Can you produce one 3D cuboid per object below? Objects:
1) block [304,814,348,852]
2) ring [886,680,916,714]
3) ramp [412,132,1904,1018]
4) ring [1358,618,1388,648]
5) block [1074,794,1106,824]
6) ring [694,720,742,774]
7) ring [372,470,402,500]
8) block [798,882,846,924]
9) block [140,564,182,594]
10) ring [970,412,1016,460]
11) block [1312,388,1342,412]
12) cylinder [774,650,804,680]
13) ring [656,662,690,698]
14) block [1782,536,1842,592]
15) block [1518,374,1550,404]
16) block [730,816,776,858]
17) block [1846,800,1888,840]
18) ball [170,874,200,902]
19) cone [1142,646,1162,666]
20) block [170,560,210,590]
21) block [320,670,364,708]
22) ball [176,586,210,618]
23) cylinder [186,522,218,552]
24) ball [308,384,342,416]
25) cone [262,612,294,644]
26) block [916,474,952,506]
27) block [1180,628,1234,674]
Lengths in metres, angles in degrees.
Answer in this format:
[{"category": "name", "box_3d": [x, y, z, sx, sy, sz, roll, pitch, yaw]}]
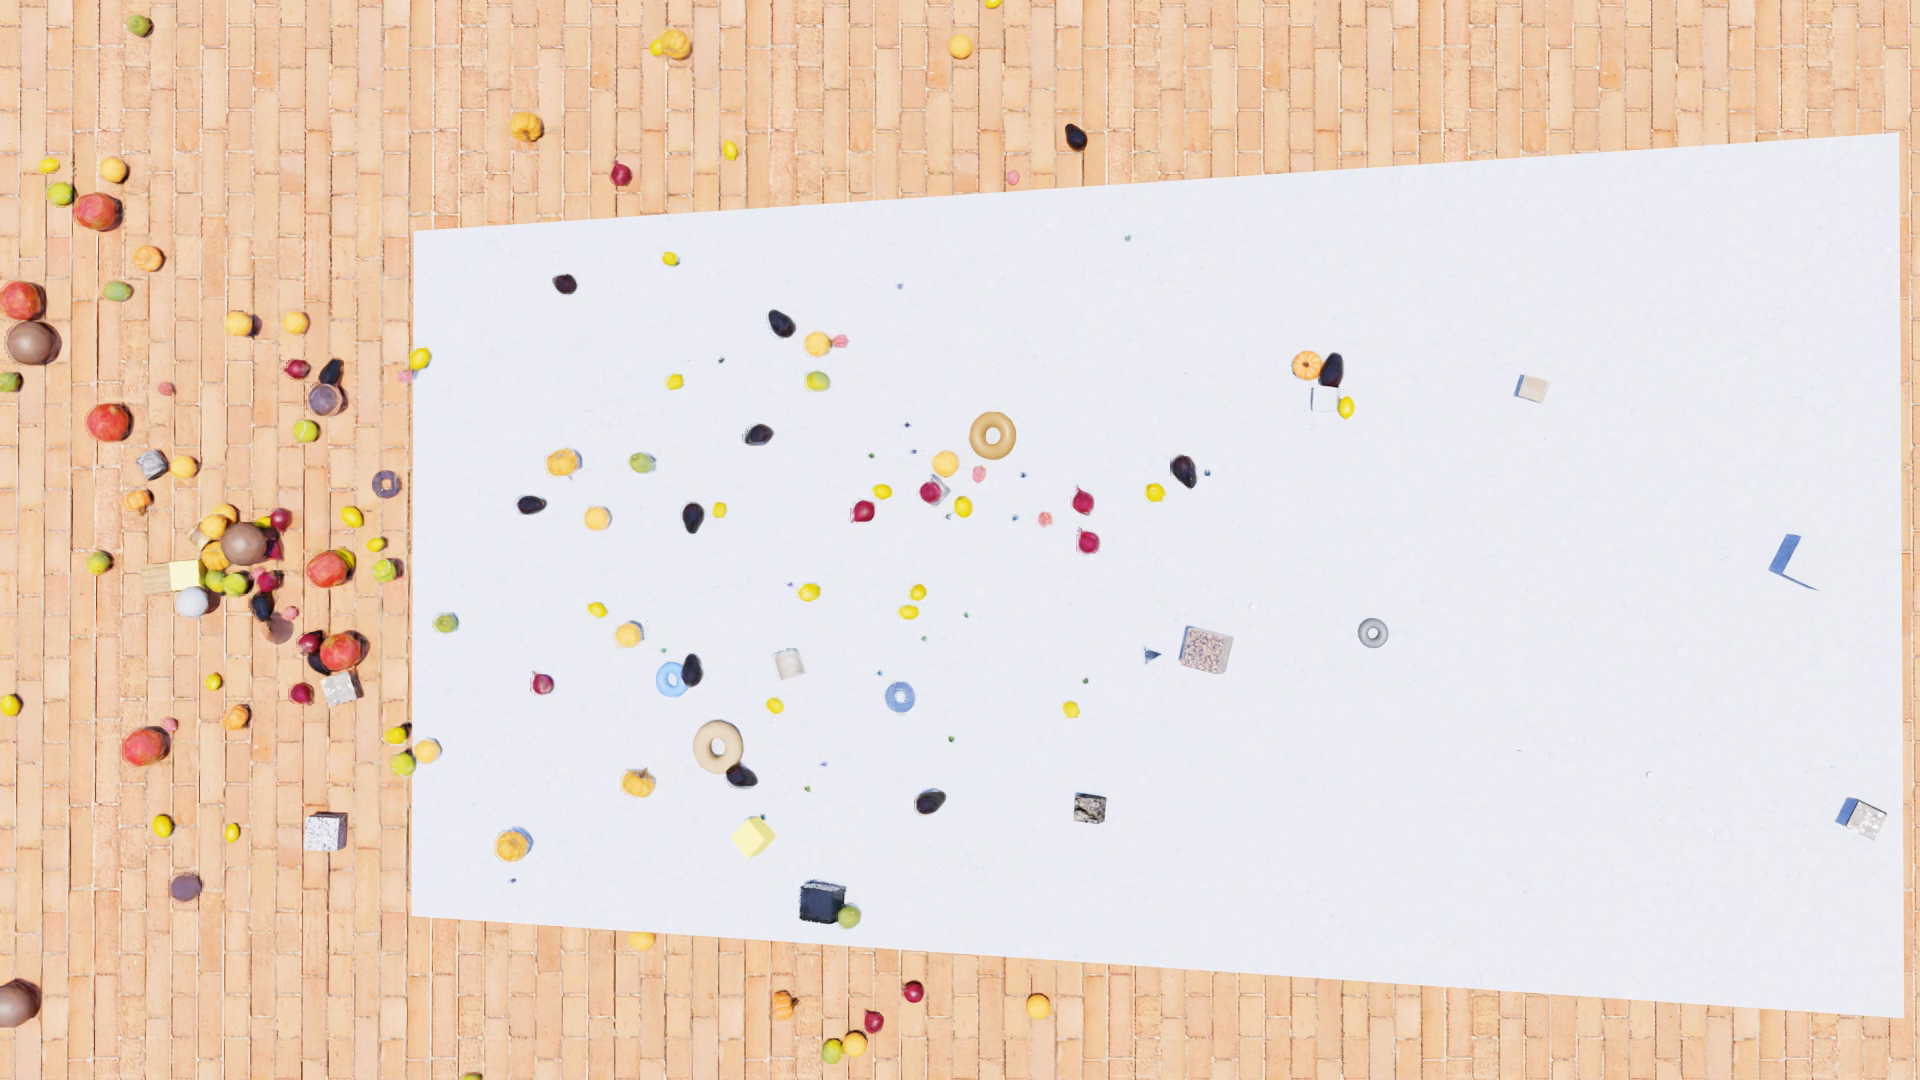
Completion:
[{"category": "block", "box_3d": [-1.862, 0.858, 6.459, 0.096, 0.096, 0.096, 3, 89, 0]}, {"category": "ring", "box_3d": [-0.159, 0.417, 5.841, 0.087, 0.029, 0.087, 0, 90, 20]}, {"category": "ramp", "box_3d": [0.282, 0.087, 5.742, 4.000, 0.100, 2.000, 0, 89, 21]}, {"category": "ring", "box_3d": [1.013, 0.229, 5.388, 0.075, 0.025, 0.075, 0, 90, 21]}, {"category": "block", "box_3d": [0.333, 0.688, 5.627, 0.064, 0.064, 0.064, 6, 91, 21]}, {"category": "ring", "box_3d": [-0.663, 0.567, 6.026, 0.149, 0.050, 0.149, 0, 90, 20]}, {"category": "ring", "box_3d": [-1.697, -0.165, 6.505, 0.088, 0.029, 0.088, 0, 91, -1]}, {"category": "block", "box_3d": [-0.369, 0.972, 5.883, 0.090, 0.090, 0.090, 5, 91, 21]}, {"category": "block", "box_3d": [-2.352, 0.113, 6.475, 0.084, 0.084, 0.084, -5, 89, 0]}, {"category": "ring", "box_3d": [0.086, -0.272, 5.747, 0.130, 0.043, 0.130, 0, 90, 20]}, {"category": "block", "box_3d": [0.905, -0.345, 5.420, 0.057, 0.057, 0.057, 3, 90, 21]}, {"category": "cylinder", "box_3d": [-0.461, 0.337, 5.937, 0.069, 0.069, 0.069, -16, 83, 0]}, {"category": "ring", "box_3d": [-0.796, 0.388, 6.088, 0.102, 0.034, 0.102, 0, 91, 22]}, {"category": "block", "box_3d": [1.936, 0.054, 4.992, 0.095, 0.095, 0.095, 28, 99, 19]}, {"category": "block", "box_3d": [1.369, -0.360, 5.241, 0.054, 0.054, 0.054, 20, 96, 20]}, {"category": "block", "box_3d": [-0.560, 0.807, 5.968, 0.075, 0.075, 0.075, -47, 74, 15]}, {"category": "block", "box_3d": [2.044, 0.631, 4.958, 0.065, 0.065, 0.065, 27, 99, 20]}, {"category": "ball", "box_3d": [-2.279, 1.022, 6.463, 0.084, 0.084, 0.084, 0, 89, 0]}, {"category": "cone", "box_3d": [0.491, 0.292, 5.592, 0.050, 0.050, 0.050, -5, 89, -5]}, {"category": "block", "box_3d": [-2.269, 0.104, 6.475, 0.083, 0.083, 0.083, -5, 89, 0]}, {"category": "block", "box_3d": [-1.817, 0.437, 6.470, 0.084, 0.084, 0.084, -17, 89, 0]}, {"category": "ball", "box_3d": [-2.236, 0.181, 6.410, 0.090, 0.090, 0.090, 0, 89, 0]}, {"category": "cylinder", "box_3d": [-2.238, -0.009, 6.486, 0.063, 0.063, 0.063, 42, 89, 0]}, {"category": "ball", "box_3d": [-1.863, -0.411, 6.448, 0.098, 0.098, 0.098, 0, 89, 0]}, {"category": "cone", "box_3d": [-2.021, 0.262, 6.467, 0.095, 0.095, 0.095, 0, 89, 0]}, {"category": "block", "box_3d": [-0.069, -0.131, 5.798, 0.058, 0.058, 0.058, 46, 105, 16]}, {"category": "block", "box_3d": [0.619, 0.277, 5.504, 0.094, 0.094, 0.094, 14, 94, 21]}]
